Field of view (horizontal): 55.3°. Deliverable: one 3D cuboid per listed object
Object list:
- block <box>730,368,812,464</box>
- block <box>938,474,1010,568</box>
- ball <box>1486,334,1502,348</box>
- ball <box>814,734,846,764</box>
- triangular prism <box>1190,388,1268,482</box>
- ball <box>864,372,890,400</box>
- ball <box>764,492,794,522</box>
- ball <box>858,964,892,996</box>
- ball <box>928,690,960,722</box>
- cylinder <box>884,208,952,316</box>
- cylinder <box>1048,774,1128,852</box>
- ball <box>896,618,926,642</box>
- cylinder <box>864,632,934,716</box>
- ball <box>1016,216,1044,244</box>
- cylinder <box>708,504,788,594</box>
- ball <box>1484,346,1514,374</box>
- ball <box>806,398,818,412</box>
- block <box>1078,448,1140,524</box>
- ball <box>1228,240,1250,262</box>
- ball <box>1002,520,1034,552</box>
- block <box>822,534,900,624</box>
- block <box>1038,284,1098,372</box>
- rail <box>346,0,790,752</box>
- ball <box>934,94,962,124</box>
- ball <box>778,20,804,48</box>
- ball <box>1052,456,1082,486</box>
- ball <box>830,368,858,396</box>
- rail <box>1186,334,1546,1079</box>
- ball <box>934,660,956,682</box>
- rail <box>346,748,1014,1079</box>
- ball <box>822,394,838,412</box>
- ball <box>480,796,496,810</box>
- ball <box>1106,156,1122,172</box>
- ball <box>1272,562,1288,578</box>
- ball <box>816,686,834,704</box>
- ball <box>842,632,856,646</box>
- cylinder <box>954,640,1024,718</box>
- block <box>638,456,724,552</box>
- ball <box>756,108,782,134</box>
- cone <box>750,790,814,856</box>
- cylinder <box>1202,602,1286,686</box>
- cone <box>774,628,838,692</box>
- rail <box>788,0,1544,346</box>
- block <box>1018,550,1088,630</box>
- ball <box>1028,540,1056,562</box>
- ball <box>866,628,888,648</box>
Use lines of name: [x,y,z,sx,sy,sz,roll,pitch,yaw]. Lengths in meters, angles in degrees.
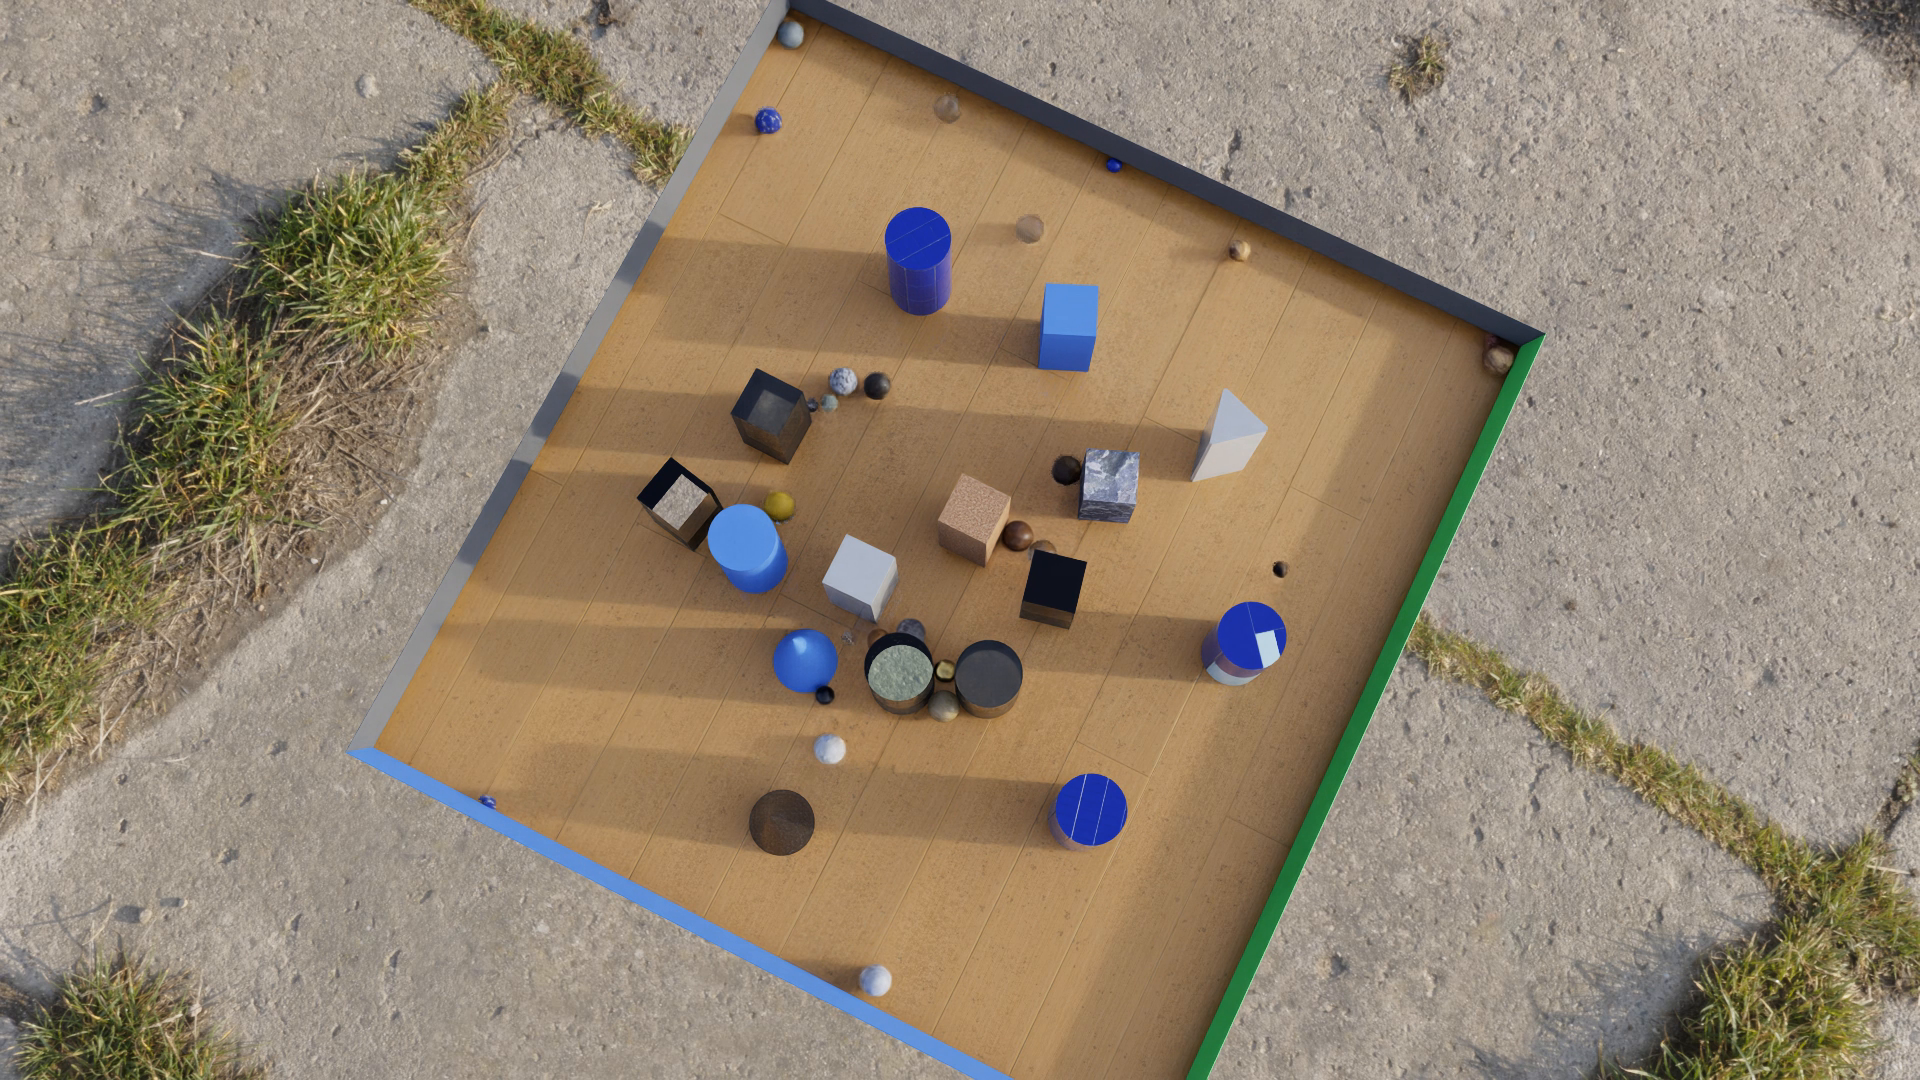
block: [-0.564,-0.368,5.520,0.156,0.337,0.156,27,80,5]
block: [0.041,-0.054,5.442,0.156,0.363,0.156,26,80,5]
ball: [1.668,-0.620,5.722,0.045,0.045,0.045,0,78,0]
ball: [-0.386,0.621,5.441,0.091,0.091,0.091,0,78,0]
triangular prism: [0.776,-0.317,5.448,0.169,0.458,0.146,-14,79,-3]
ball: [-0.257,-0.475,5.672,0.085,0.085,0.085,0,78,0]
ball: [-0.553,-0.102,5.590,0.094,0.094,0.094,0,78,0]
ball: [-0.246,1.275,5.305,0.093,0.093,0.093,0,78,0]
ball: [-0.049,0.496,5.464,0.098,0.098,0.098,0,78,0]
cylinder: [-0.123,-0.843,5.579,0.195,0.415,0.195,0,78,0]
cylinder: [0.358,0.780,5.214,0.195,0.471,0.195,0,78,0]
ball: [-0.147,0.281,5.513,0.089,0.089,0.089,0,78,0]
cylinder: [-0.173,0.394,5.349,0.195,0.365,0.195,0,78,0]
ball: [0.222,-0.978,5.774,0.087,0.087,0.087,0,78,0]
cylinder: [-0.624,0.030,5.421,0.195,0.372,0.195,0,78,0]
ball: [1.672,-0.558,5.687,0.089,0.089,0.089,0,78,0]
ball: [-0.460,-0.417,5.681,0.044,0.044,0.044,0,78,0]
block: [0.445,-0.160,5.512,0.156,0.270,0.156,5,78,1]
ball: [0.881,-0.910,5.771,0.067,0.067,0.067,0,78,0]
ball: [0.176,-0.012,5.570,0.096,0.096,0.096,0,78,0]
block: [-0.290,0.120,5.413,0.156,0.349,0.156,25,79,5]
block: [0.327,-0.642,5.568,0.156,0.356,0.156,3,78,1]
rail: [-1.162,-0.562,5.667,0.045,0.127,2.754,26,80,5]
ball: [-0.037,-1.378,5.856,0.090,0.090,0.090,0,78,0]
ball: [-0.544,-1.630,5.910,0.086,0.086,0.086,0,78,0]
ball: [0.327,-0.213,5.614,0.090,0.090,0.090,0,78,0]
ball: [-0.361,-0.489,5.674,0.085,0.085,0.085,0,78,0]
rail: [1.162,0.576,5.432,0.045,0.127,2.754,26,80,5]
ball: [-0.044,0.393,5.499,0.071,0.071,0.071,0,78,0]
rail: [-0.605,1.192,5.304,2.646,0.127,0.045,26,80,5]
ball: [-0.405,-0.424,5.678,0.052,0.052,0.052,0,78,0]
ball: [-1.398,0.782,5.430,0.049,0.049,0.049,0,78,0]
ball: [0.491,-1.196,5.838,0.050,0.050,0.050,0,78,0]
ball: [0.974,0.092,5.573,0.047,0.047,0.047,0,78,0]
ball: [-0.404,0.465,5.491,0.057,0.057,0.057,0,78,0]
ball: [-0.336,0.296,5.534,0.042,0.042,0.042,0,78,0]
cylinder: [0.082,0.412,5.378,0.195,0.301,0.195,0,78,0]
block: [-0.829,-0.103,5.473,0.156,0.324,0.156,37,81,7]
ball: [-0.611,-1.336,5.850,0.084,0.084,0.084,0,78,0]
cone: [-0.529,0.803,5.266,0.195,0.362,0.195,0,78,0]
cylinder: [0.827,0.307,5.366,0.195,0.365,0.195,0,78,0]
cone: [-0.467,0.321,5.327,0.195,0.436,0.195,0,78,0]
rail: [0.605,-1.179,5.795,2.646,0.127,0.045,26,80,5]
block: [0.274,0.149,5.433,0.156,0.299,0.156,14,79,3]
ball: [0.251,0.043,5.564,0.086,0.086,0.086,0,78,0]
ball: [-0.245,0.303,5.517,0.072,0.072,0.072,0,78,0]
